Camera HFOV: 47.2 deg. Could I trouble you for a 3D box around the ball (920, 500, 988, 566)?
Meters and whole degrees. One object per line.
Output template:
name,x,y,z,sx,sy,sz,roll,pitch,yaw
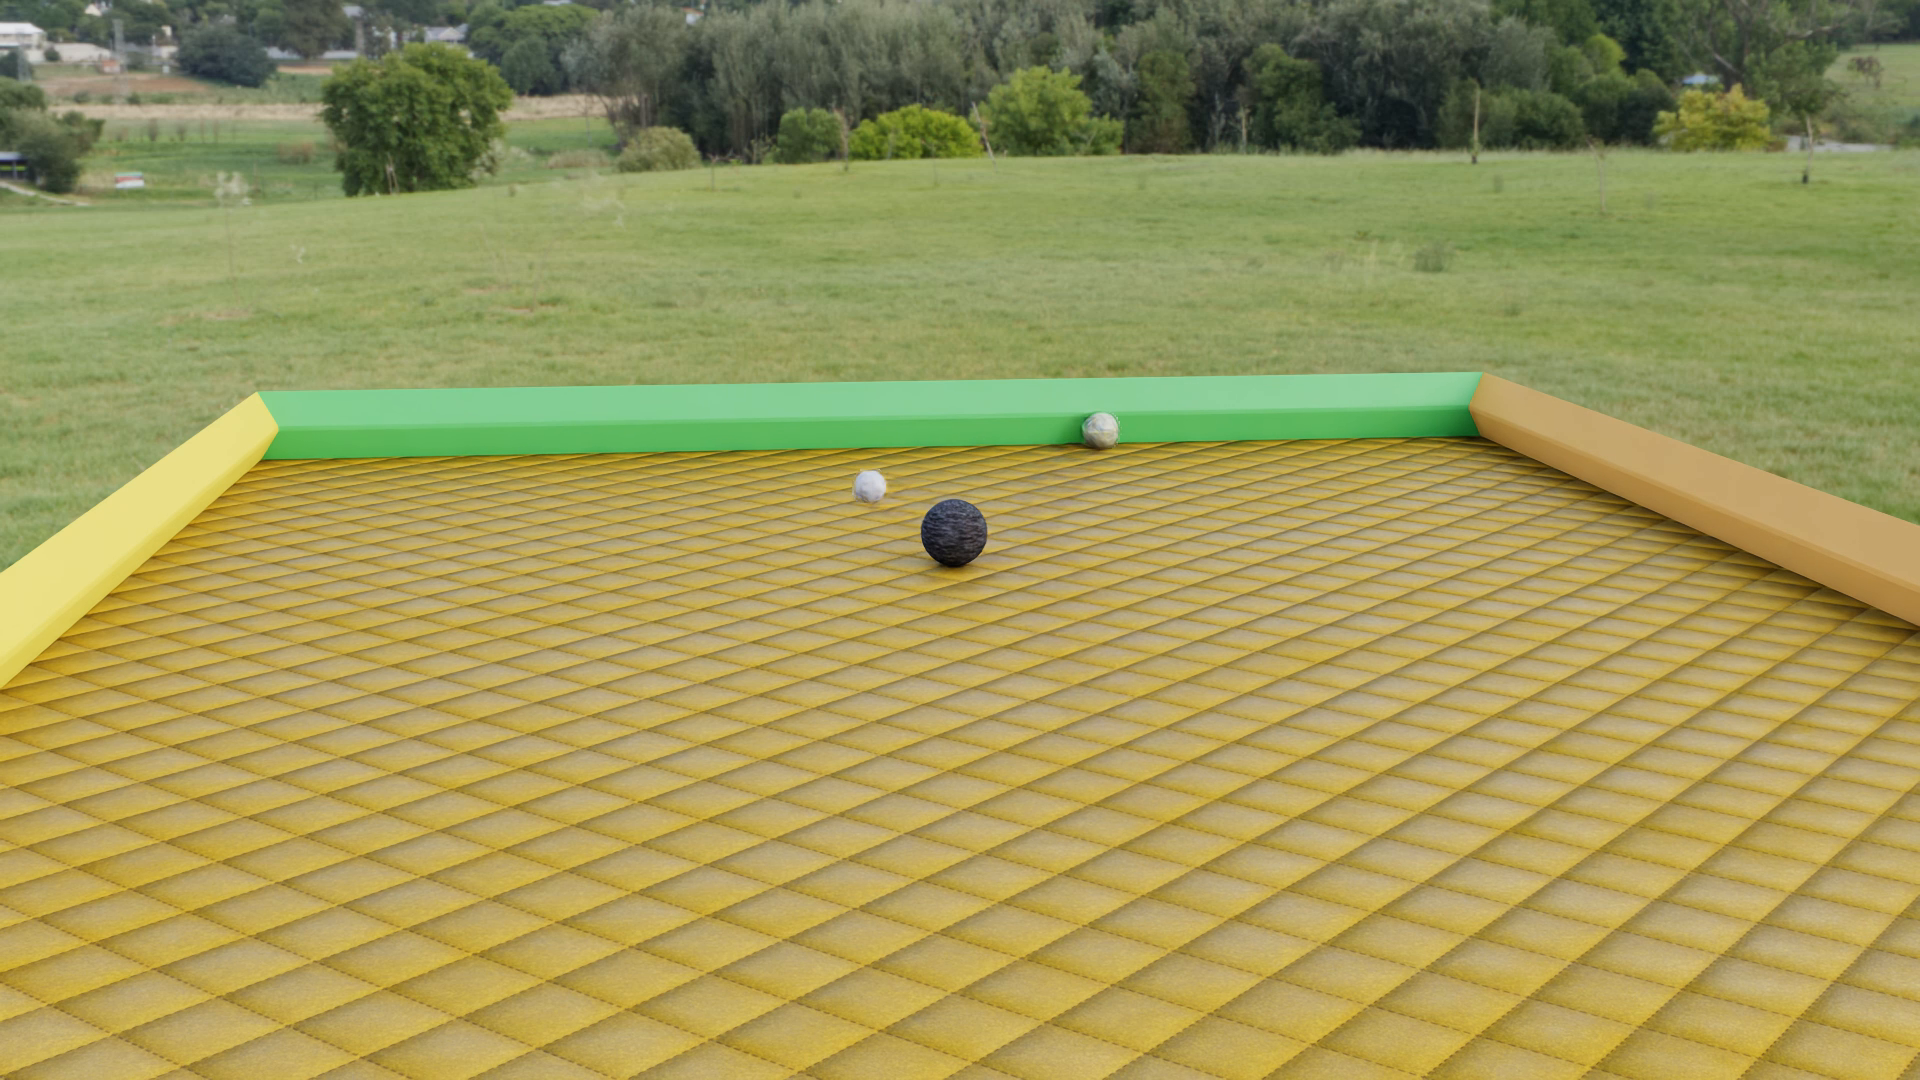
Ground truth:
ball,-0.008,-0.011,3.218,0.098,0.098,0.098,0,12,0

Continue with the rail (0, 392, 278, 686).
rail,-1.028,0.222,2.004,0.045,0.127,4.394,-1,12,-7

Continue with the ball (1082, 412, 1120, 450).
ball,0.273,-0.212,4.265,0.072,0.072,0.072,0,12,0

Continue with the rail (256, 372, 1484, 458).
rail,-0.132,-0.240,4.258,2.391,0.127,0.045,-1,12,-7

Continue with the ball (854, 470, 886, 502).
ball,-0.152,-0.091,3.714,0.055,0.055,0.055,0,12,0

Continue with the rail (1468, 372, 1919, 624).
rail,1.298,0.164,2.286,0.045,0.127,4.394,-1,12,-7
